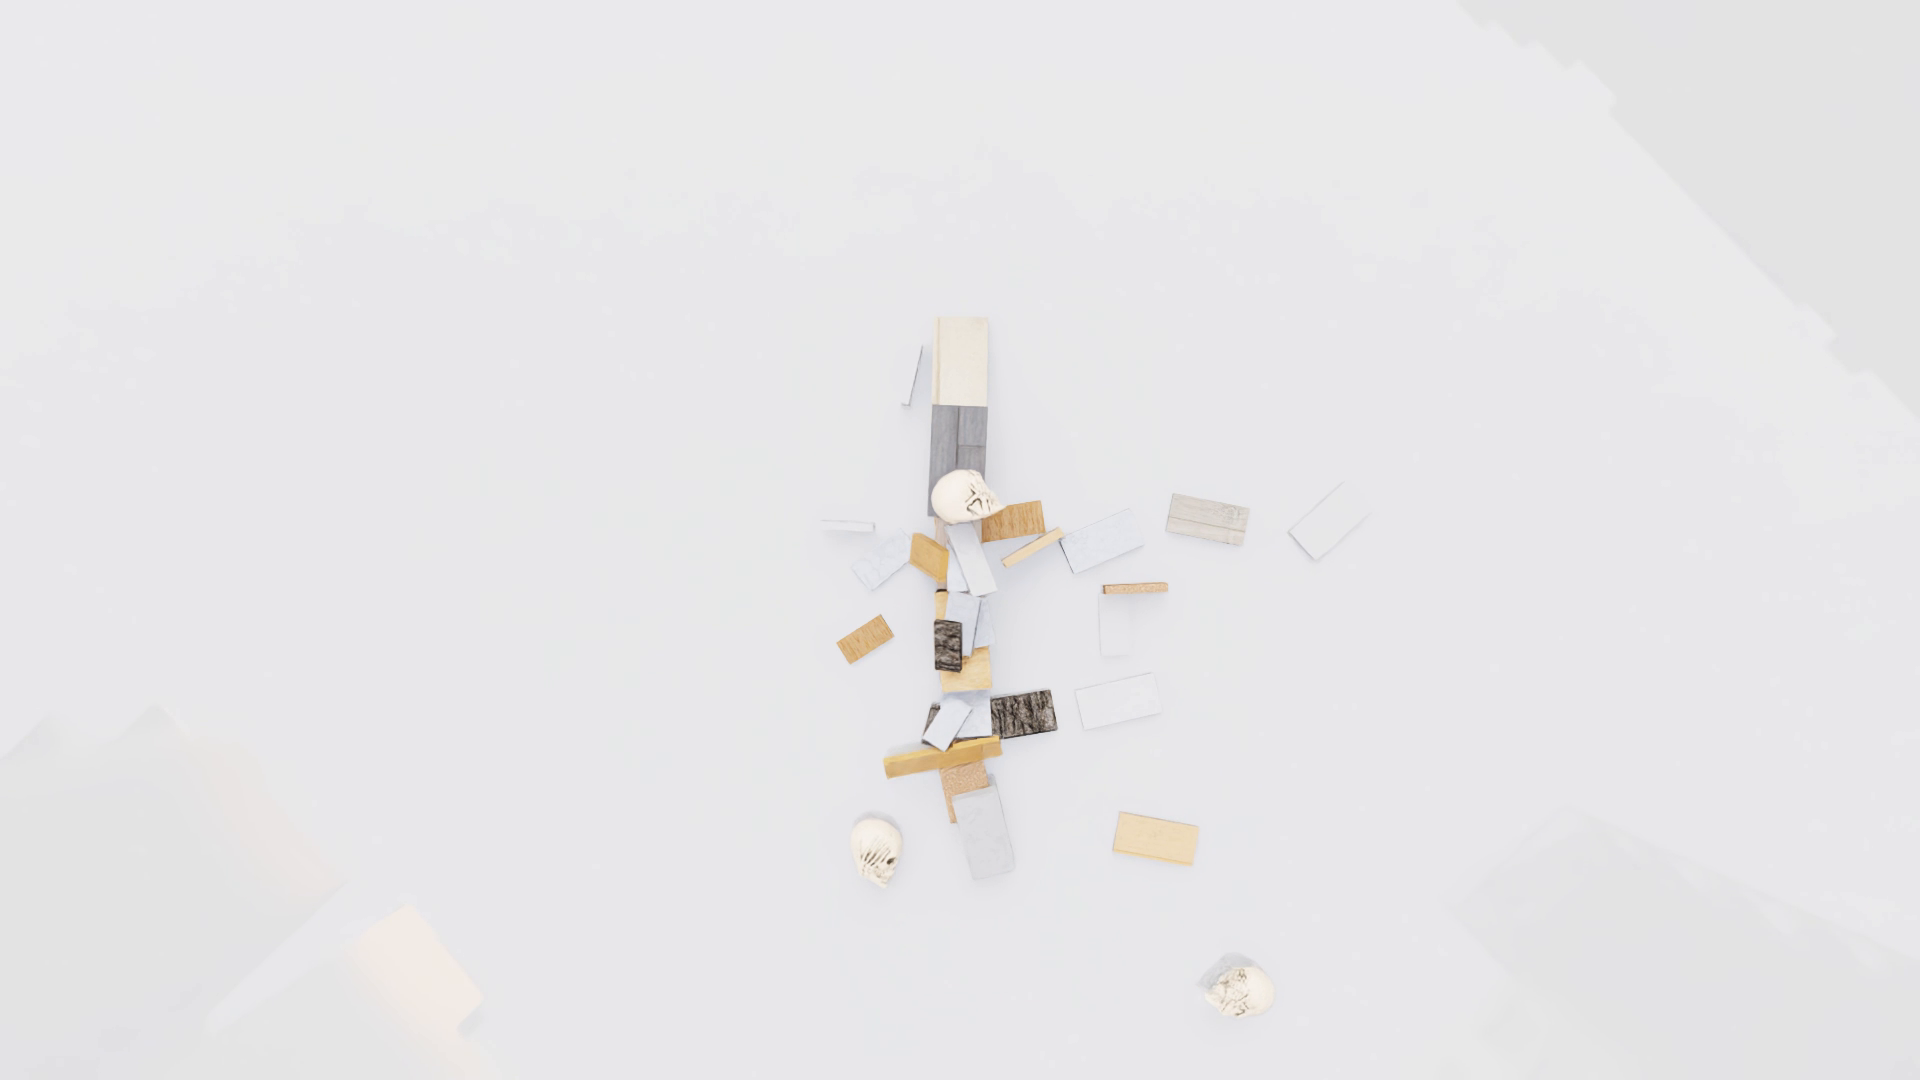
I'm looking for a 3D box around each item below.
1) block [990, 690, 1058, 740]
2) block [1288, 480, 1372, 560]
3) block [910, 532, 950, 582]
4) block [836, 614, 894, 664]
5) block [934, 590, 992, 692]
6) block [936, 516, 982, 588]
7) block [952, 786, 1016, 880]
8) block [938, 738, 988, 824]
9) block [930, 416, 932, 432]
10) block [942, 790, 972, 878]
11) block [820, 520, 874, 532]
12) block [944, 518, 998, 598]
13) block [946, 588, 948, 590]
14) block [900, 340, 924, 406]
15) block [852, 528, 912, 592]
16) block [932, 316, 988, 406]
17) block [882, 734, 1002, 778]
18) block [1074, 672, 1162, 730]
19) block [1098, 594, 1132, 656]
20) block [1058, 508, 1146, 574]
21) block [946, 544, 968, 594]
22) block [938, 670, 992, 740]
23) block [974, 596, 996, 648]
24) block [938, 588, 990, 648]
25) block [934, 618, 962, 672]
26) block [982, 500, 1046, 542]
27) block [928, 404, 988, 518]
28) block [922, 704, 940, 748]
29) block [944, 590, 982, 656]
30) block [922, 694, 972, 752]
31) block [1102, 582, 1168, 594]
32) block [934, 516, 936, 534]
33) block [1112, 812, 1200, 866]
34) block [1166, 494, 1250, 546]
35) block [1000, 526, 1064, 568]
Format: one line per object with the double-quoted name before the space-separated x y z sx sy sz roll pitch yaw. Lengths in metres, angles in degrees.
"block" 0.180 0.583 5.452 0.266 0.038 0.133 -9 73 -5
"block" 1.230 -0.065 5.482 0.257 0.036 0.128 -42 90 0
"block" -0.101 0.056 5.372 0.029 0.208 0.104 -1 108 -29
"block" -0.315 0.331 5.488 0.175 0.025 0.087 -33 90 0
"block" 0.010 0.324 5.345 0.162 0.046 0.323 -5 91 2
"block" -0.002 0.012 5.373 0.145 0.041 0.290 -1 95 1
"block" 0.079 0.958 5.389 0.149 0.042 0.298 -14 109 0
"block" 0.010 0.772 5.446 0.149 0.042 0.298 -13 77 0
"block" -0.006 -0.328 5.414 0.180 0.051 0.359 1 74 1
"block" 0.042 0.959 5.479 0.149 0.042 0.298 -12 90 0
"block" -0.373 -0.046 5.456 0.175 0.087 0.025 3 93 0
"block" 0.034 0.060 5.290 0.087 0.025 0.254 -16 76 -20
"block" 0.006 0.136 5.439 0.110 0.031 0.220 -2 65 1
"block" -0.160 -0.550 5.448 0.029 0.104 0.208 13 90 0
"block" -0.247 0.064 5.485 0.208 0.029 0.104 -40 90 0
"block" 0.000 -0.558 5.425 0.180 0.051 0.359 1 74 1
"block" -0.056 0.710 5.396 0.387 0.086 0.024 -12 47 0
"block" 0.527 0.535 5.481 0.266 0.038 0.133 -13 90 0
"block" 0.516 0.280 5.486 0.102 0.029 0.204 -2 90 0
"block" 0.471 0.004 5.482 0.256 0.036 0.128 -23 90 0
"block" -0.001 0.092 5.308 0.080 0.023 0.159 -2 71 3
"block" 0.015 0.492 5.432 0.162 0.046 0.323 -3 73 0
"block" 0.061 0.265 5.281 0.080 0.023 0.159 -12 112 2
"block" 0.013 0.299 5.436 0.162 0.046 0.323 -3 75 0
"block" -0.039 0.339 5.272 0.086 0.024 0.172 7 116 14
"block" 0.168 -0.061 5.484 0.220 0.031 0.110 -9 90 0
"block" -0.007 -0.252 5.320 0.180 0.051 0.359 3 87 2
"block" -0.078 0.613 5.436 0.068 0.019 0.135 13 74 10
"block" 0.002 0.267 5.256 0.102 0.029 0.204 14 118 10
"block" -0.040 0.595 5.365 0.086 0.024 0.172 31 76 10
"block" 0.579 0.160 5.449 0.204 0.102 0.029 -3 90 0
"block" -0.010 -0.088 5.447 0.145 0.041 0.290 -1 78 1
"block" 0.650 0.994 5.481 0.266 0.038 0.133 11 90 0
"block" 0.822 -0.068 5.482 0.257 0.036 0.128 11 90 0
"block" 0.239 0.024 5.445 0.220 0.110 0.031 -30 92 0
